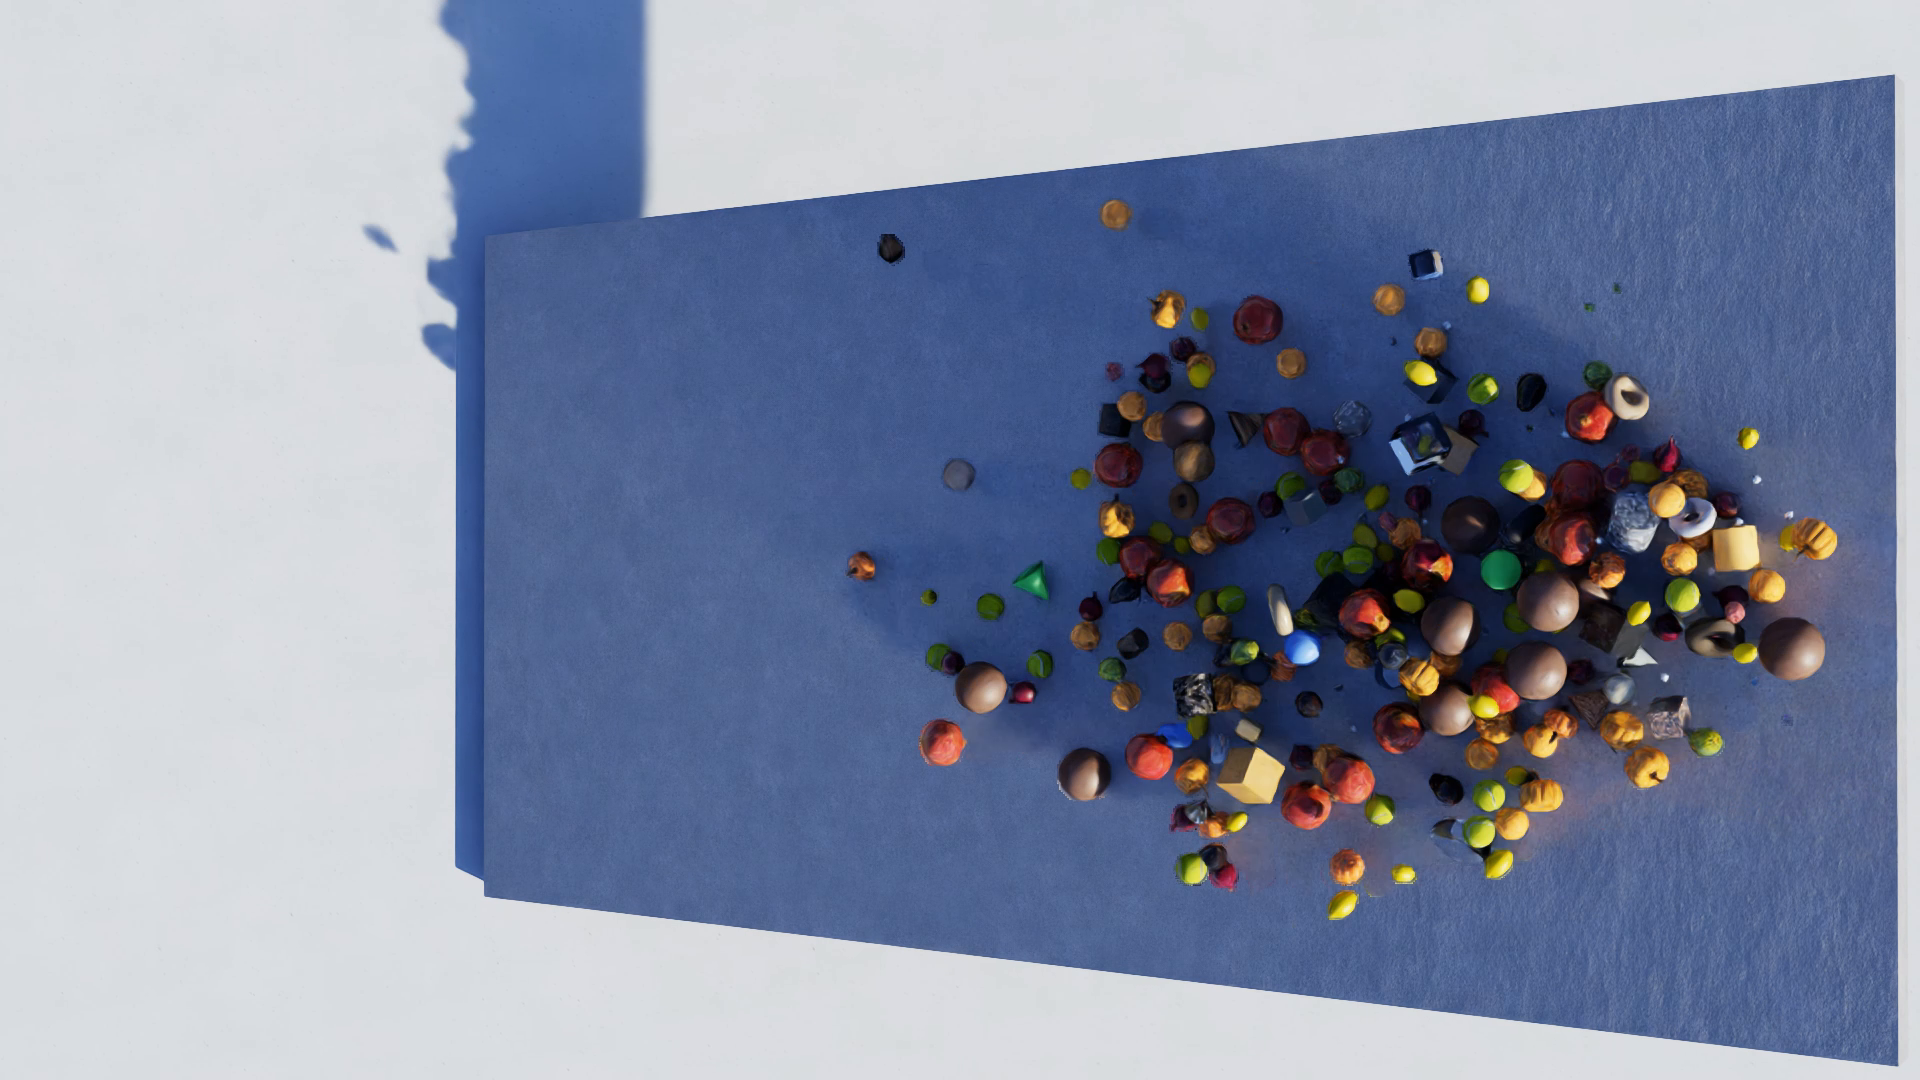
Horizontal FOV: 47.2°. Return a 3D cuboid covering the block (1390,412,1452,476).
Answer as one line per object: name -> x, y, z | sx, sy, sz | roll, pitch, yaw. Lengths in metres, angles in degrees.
block -> 1.007, -0.210, 4.806 | 0.089, 0.089, 0.089 | -22, 71, -10

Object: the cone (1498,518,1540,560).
cone -> 1.203, -0.014, 4.817 | 0.097, 0.097, 0.097 | -14, 70, 41

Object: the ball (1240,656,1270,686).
ball -> 0.697, 0.309, 5.182 | 0.070, 0.070, 0.070 | 0, 90, 0

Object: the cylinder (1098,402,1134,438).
cylinder -> 0.382, -0.294, 5.394 | 0.075, 0.075, 0.075 | 9, 95, 0

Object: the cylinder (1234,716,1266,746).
cylinder -> 0.682, 0.449, 5.178 | 0.052, 0.052, 0.052 | 30, 90, 18

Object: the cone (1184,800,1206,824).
cone -> 0.573, 0.634, 5.224 | 0.058, 0.058, 0.058 | 47, 49, 0

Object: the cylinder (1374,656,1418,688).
cylinder -> 0.989, 0.298, 4.983 | 0.076, 0.076, 0.076 | -1, 87, 34

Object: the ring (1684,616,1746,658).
ring -> 1.558, 0.201, 4.539 | 0.120, 0.120, 0.040 | 13, 56, 0

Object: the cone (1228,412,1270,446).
cone -> 0.695, -0.280, 5.205 | 0.093, 0.093, 0.093 | -25, 90, 4

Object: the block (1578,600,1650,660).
block -> 1.382, 0.191, 4.646 | 0.086, 0.086, 0.086 | 12, 105, -39

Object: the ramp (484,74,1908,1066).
ramp -> 0.252, 0.069, 5.583 | 4.000, 0.100, 2.000 | 0, 89, 34

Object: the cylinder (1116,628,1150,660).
cylinder -> 0.423, 0.254, 5.367 | 0.057, 0.057, 0.057 | 49, 128, 0

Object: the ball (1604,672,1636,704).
ball -> 1.402, 0.316, 4.673 | 0.067, 0.067, 0.067 | 0, 90, 0

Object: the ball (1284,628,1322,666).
ball -> 0.790, 0.247, 5.067 | 0.085, 0.085, 0.085 | 0, 90, 0

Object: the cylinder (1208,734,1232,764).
cylinder -> 0.617, 0.496, 5.212 | 0.052, 0.052, 0.052 | -2, 57, 0

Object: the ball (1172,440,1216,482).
ball -> 0.549, -0.184, 5.164 | 0.100, 0.100, 0.100 | 0, 90, 0

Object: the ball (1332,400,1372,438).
ball -> 0.895, -0.275, 5.022 | 0.086, 0.086, 0.086 | 0, 90, 0

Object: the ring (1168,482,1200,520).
ring -> 0.540, -0.094, 5.306 | 0.030, 0.089, 0.089 | 0, 89, -42

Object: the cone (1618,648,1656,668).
cone -> 1.454, 0.251, 4.698 | 0.074, 0.074, 0.074 | 18, 90, 4

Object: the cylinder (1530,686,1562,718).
cylinder -> 1.279, 0.353, 4.800 | 0.053, 0.053, 0.053 | 20, 109, 0

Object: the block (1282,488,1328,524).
block -> 0.792, -0.077, 5.045 | 0.062, 0.062, 0.062 | -33, 107, -29

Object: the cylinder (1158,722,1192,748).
cylinder -> 0.518, 0.472, 5.298 | 0.060, 0.060, 0.060 | 6, 80, -41

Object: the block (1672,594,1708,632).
block -> 1.526, 0.157, 4.590 | 0.052, 0.052, 0.052 | -29, 123, 8

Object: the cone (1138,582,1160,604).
cone -> 0.449, 0.141, 5.356 | 0.054, 0.054, 0.054 | 41, 118, 0

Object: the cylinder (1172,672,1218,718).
cylinder -> 0.550, 0.365, 5.154 | 0.092, 0.092, 0.092 | -9, 82, 0

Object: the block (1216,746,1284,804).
block -> 0.672, 0.545, 5.090 | 0.095, 0.095, 0.095 | 36, 67, -24

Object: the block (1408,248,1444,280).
block -> 1.052, -0.621, 4.962 | 0.053, 0.053, 0.053 | -16, 81, 33

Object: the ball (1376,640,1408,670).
ball -> 0.944, 0.252, 4.804 | 0.066, 0.066, 0.066 | 0, 90, 0

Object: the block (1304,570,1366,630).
block -> 0.849, 0.137, 4.993 | 0.085, 0.085, 0.085 | 41, 71, 0

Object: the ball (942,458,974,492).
ball -> -0.004, -0.167, 5.646 | 0.083, 0.083, 0.083 | 0, 90, 0

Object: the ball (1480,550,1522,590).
ball -> 1.175, 0.065, 4.774 | 0.089, 0.089, 0.089 | 0, 90, 0

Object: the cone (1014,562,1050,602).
cone -> 0.198, 0.119, 5.531 | 0.094, 0.094, 0.094 | -38, 96, 0

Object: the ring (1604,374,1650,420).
ring -> 1.420, -0.304, 4.683 | 0.107, 0.036, 0.107 | 8, 64, -17

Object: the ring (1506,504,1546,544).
ring -> 1.224, -0.035, 4.755 | 0.104, 0.104, 0.035 | -42, 68, 0

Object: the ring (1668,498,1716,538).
ring -> 1.517, -0.047, 4.559 | 0.097, 0.097, 0.032 | -35, 129, 0

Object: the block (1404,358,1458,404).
block -> 1.058, -0.357, 4.944 | 0.073, 0.073, 0.073 | 43, 112, 26

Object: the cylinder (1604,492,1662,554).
cylinder -> 1.404, -0.035, 4.588 | 0.096, 0.096, 0.096 | -1, 58, 2

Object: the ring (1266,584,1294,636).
ring -> 0.738, 0.160, 5.073 | 0.042, 0.126, 0.126 | -14, 90, 9

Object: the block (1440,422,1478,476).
block -> 1.094, -0.203, 4.895 | 0.080, 0.080, 0.080 | 30, 104, 0

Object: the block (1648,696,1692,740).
block -> 1.493, 0.373, 4.622 | 0.064, 0.064, 0.064 | -8, 112, 36

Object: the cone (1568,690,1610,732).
cone -> 1.377, 0.345, 4.736 | 0.095, 0.095, 0.095 | -38, 90, 6
